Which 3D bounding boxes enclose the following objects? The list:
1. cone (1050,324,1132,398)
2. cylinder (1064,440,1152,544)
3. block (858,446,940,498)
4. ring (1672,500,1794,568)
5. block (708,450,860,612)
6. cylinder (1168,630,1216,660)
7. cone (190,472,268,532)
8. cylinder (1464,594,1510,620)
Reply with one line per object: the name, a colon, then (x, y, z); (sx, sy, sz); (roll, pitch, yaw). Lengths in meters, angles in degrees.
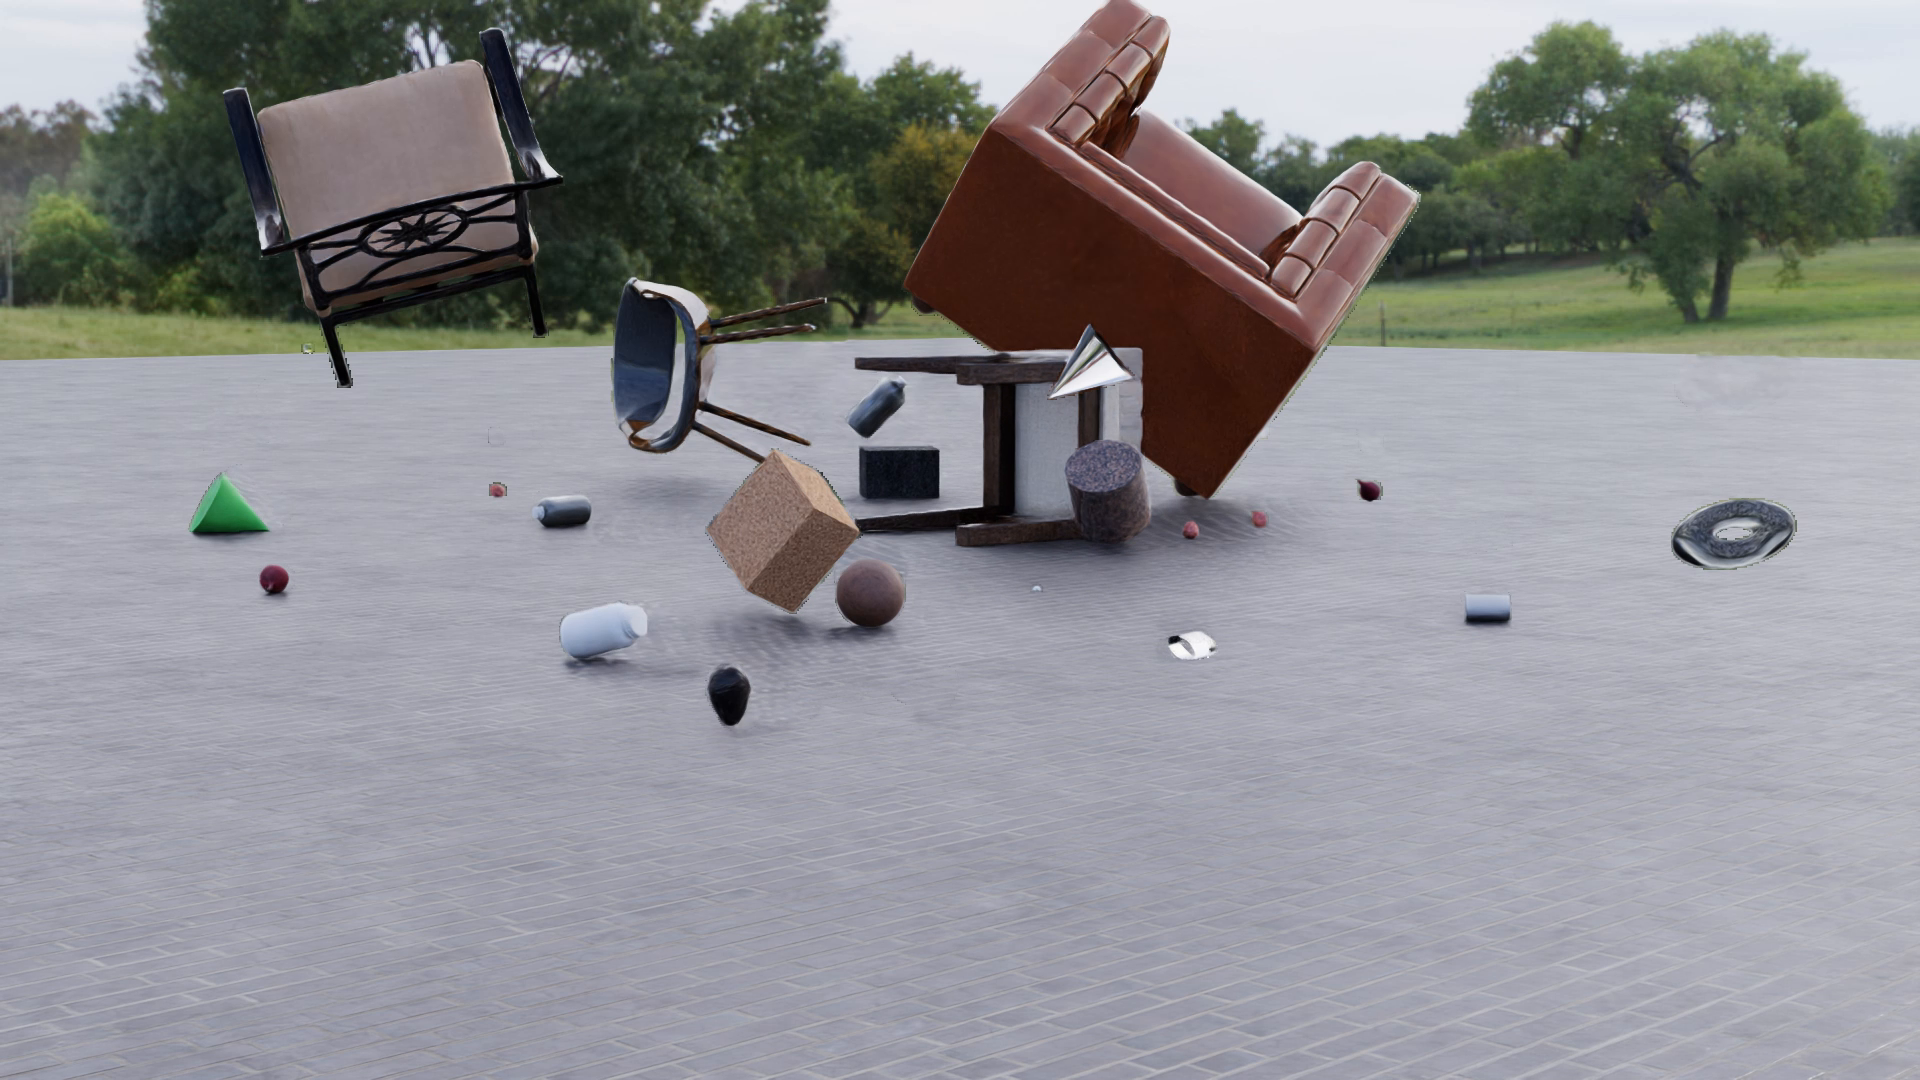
cone: (0.222, -0.308, 4.765); (0.146, 0.134, 0.073); (-37, 16, 9)
cylinder: (0.365, -0.118, 6.314); (0.190, 0.181, 0.178); (-9, 45, 6)
block: (-0.184, -0.205, 7.709); (0.220, 0.142, 0.197); (-1, 6, -8)
ring: (1.602, -0.014, 5.317); (0.270, 0.144, 0.062); (-13, -31, -10)
block: (-0.344, -0.018, 4.992); (0.132, 0.211, 0.203); (28, 18, -43)
cylinder: (0.401, 0.183, 4.437); (0.058, 0.034, 0.073); (36, 28, 23)
cone: (-1.860, -0.060, 6.611); (0.174, 0.197, 0.131); (27, 32, -24)
cylinder: (1.012, 0.130, 4.925); (0.081, 0.047, 0.108); (1, 5, 9)
